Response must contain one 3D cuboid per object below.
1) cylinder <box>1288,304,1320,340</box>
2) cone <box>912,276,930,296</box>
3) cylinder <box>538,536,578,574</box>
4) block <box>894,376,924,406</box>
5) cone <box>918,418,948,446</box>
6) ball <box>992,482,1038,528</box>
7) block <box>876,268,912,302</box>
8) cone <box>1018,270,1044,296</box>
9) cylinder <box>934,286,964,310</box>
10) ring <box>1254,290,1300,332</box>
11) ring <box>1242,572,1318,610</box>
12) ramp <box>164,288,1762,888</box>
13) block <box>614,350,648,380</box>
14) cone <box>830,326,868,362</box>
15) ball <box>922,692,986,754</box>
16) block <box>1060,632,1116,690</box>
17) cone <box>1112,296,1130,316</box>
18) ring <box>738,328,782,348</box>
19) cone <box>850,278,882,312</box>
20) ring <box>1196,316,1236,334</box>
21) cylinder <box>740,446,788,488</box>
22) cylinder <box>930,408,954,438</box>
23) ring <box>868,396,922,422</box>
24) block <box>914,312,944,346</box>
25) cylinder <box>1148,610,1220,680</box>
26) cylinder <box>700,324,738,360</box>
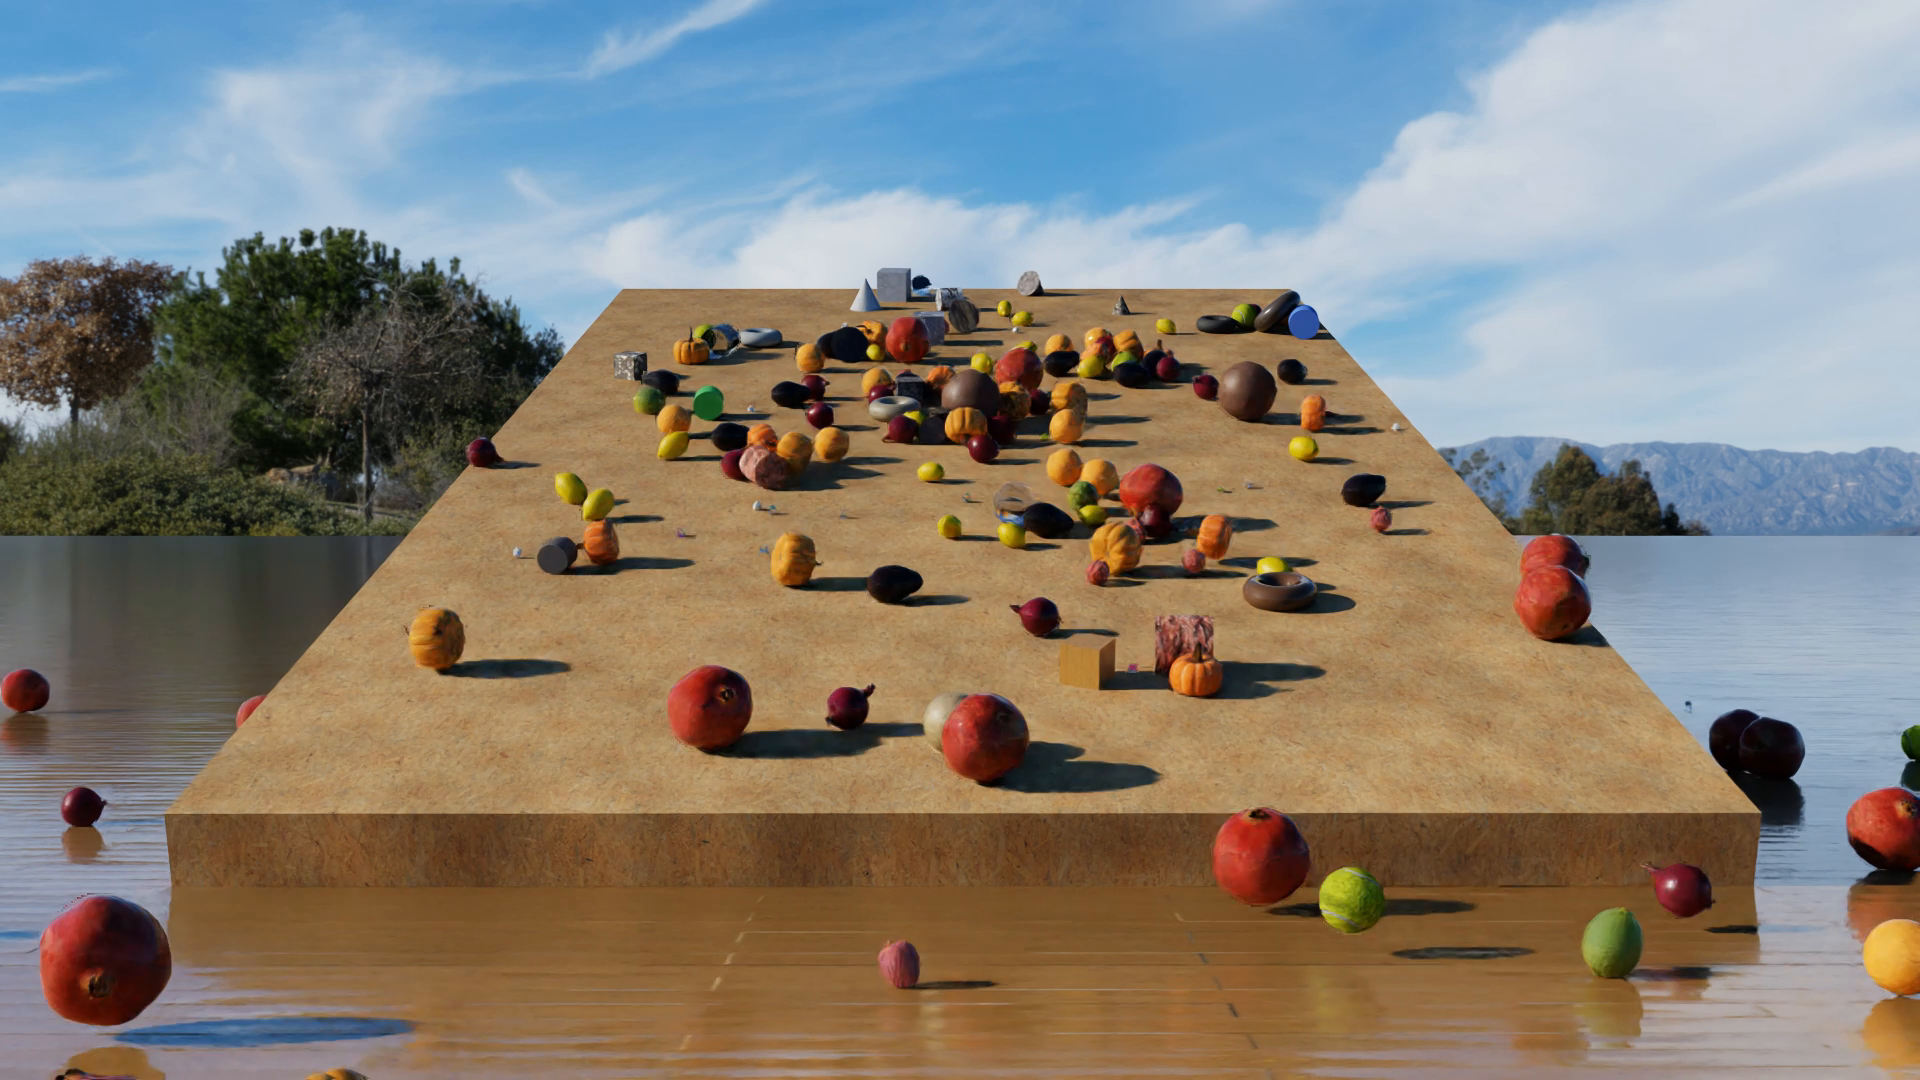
[{"bbox_3d":[0.912,-0.579,5.854,0.080,0.080,0.080,0,16,7],"label":"cylinder"},{"bbox_3d":[-0.120,-0.738,6.503,0.065,0.065,0.065,0,-11,-6],"label":"cone"},{"bbox_3d":[-0.688,0.026,3.770,0.053,0.053,0.053,0,16,9],"label":"cylinder"},{"bbox_3d":[-0.117,-0.340,5.049,0.058,0.058,0.058,-2,16,-8],"label":"block"},{"bbox_3d":[-0.056,-0.225,4.703,0.061,0.061,0.061,0,-11,3],"label":"cone"},{"bbox_3d":[0.101,-0.064,4.035,0.083,0.083,0.083,0,0,0],"label":"ball"},{"bbox_3d":[-0.191,-0.742,6.410,0.086,0.086,0.086,2,16,8],"label":"block"},{"bbox_3d":[0.225,-0.746,6.519,0.079,0.079,0.079,0,-15,39],"label":"cone"},{"bbox_3d":[-0.029,-0.682,6.239,0.065,0.065,0.065,13,-5,-21],"label":"cylinder"},{"bbox_3d":[0.852,-0.614,5.924,0.148,0.049,0.148,-38,-3,-3],"label":"ring"},{"bbox_3d":[0.522,0.083,3.598,0.122,0.041,0.122,-1,16,0],"label":"ring"},{"bbox_3d":[-0.002,-0.157,4.698,2.000,0.100,4.000,0,16,0],"label":"ramp"},{"bbox_3d":[-0.797,-0.422,5.337,0.058,0.058,0.058,8,18,25],"label":"block"},{"bbox_3d":[-0.279,-0.482,5.577,0.093,0.093,0.093,0,-11,-2],"label":"cone"},{"bbox_3d":[-0.008,0.245,2.946,0.084,0.084,0.084,0,0,0],"label":"ball"},{"bbox_3d":[0.187,0.177,3.229,0.062,0.062,0.062,8,18,25],"label":"block"},{"bbox_3d":[0.453,-0.663,6.192,0.054,0.054,0.054,0,16,0],"label":"cone"},{"bbox_3d":[-0.520,-0.527,5.744,0.116,0.039,0.116,0,15,0],"label":"ring"},{"bbox_3d":[-0.267,-0.701,6.260,0.090,0.090,0.090,0,16,0],"label":"cone"},{"bbox_3d":[0.690,-0.581,5.942,0.108,0.036,0.108,1,17,0],"label":"ring"},{"bbox_3d":[-0.386,-0.143,4.329,0.070,0.070,0.070,0,17,-32],"label":"cylinder"},{"bbox_3d":[-0.040,-0.252,4.749,0.054,0.054,0.054,0,16,0],"label":"cylinder"},{"bbox_3d":[-0.144,-0.292,4.916,0.120,0.040,0.120,0,17,0],"label":"ring"},{"bbox_3d":[-0.080,-0.552,5.760,0.078,0.078,0.078,0,16,-1],"label":"block"},{"bbox_3d":[0.332,0.154,3.261,0.085,0.085,0.085,16,4,13],"label":"cylinder"},{"bbox_3d":[-0.610,-0.502,5.584,0.077,0.077,0.077,0,16,15],"label":"cylinder"}]
